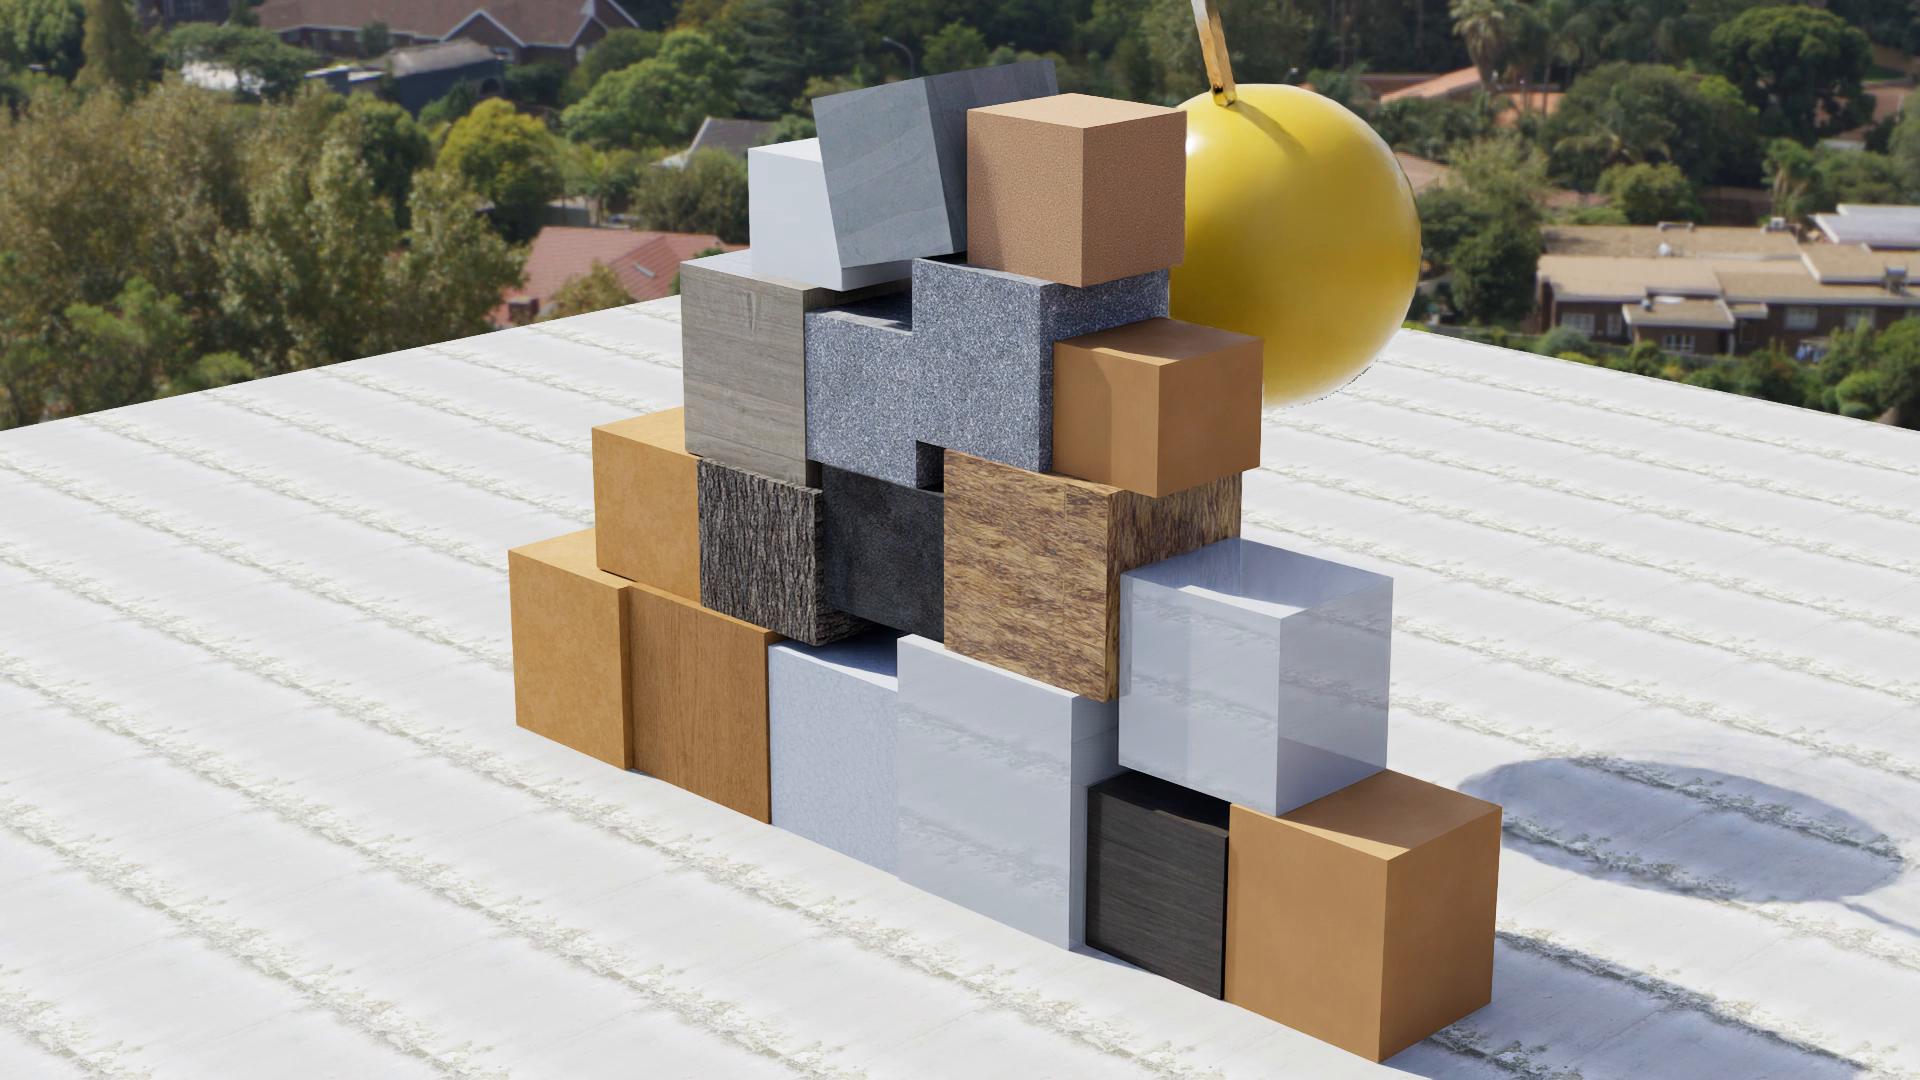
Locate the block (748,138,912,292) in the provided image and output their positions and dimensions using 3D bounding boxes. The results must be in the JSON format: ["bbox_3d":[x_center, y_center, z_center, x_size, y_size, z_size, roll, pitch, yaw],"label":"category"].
[{"bbox_3d":[-0.542,-1.512,13.458,0.585,0.568,0.622,-17,24,-42],"label":"block"}]

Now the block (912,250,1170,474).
[{"bbox_3d":[0.347,-0.828,12.707,0.807,0.801,0.757,-17,24,-42],"label":"block"}]

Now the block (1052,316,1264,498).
[{"bbox_3d":[0.829,-0.567,12.286,0.661,0.556,0.583,-17,24,-42],"label":"block"}]

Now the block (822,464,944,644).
[{"bbox_3d":[-0.049,-0.025,13.405,0.814,0.676,0.817,-17,24,-42],"label":"block"}]

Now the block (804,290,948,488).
[{"bbox_3d":[-0.187,-0.704,13.300,0.733,0.685,0.712,-17,24,-42],"label":"block"}]

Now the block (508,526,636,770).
[{"bbox_3d":[-1.629,0.493,15.176,1.034,0.960,0.896,-17,24,-42],"label":"block"}]

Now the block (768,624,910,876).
[{"bbox_3d":[-0.250,0.922,13.902,0.948,0.905,0.888,-17,24,-42],"label":"block"}]

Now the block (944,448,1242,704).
[{"bbox_3d":[0.573,0.056,12.750,0.863,0.911,0.954,-17,24,-42],"label":"block"}]

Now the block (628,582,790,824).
[{"bbox_3d":[-0.926,0.686,14.544,0.989,0.971,1.013,-17,24,-42],"label":"block"}]

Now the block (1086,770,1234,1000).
[{"bbox_3d":[1.102,1.404,12.649,0.810,0.736,0.762,-17,24,-42],"label":"block"}]

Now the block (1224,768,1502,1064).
[{"bbox_3d":[1.657,1.503,12.091,0.770,0.881,0.798,-17,24,-42],"label":"block"}]

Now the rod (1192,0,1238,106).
[{"bbox_3d":[0.636,-4.234,12.677,0.080,5.200,0.080,17,44,42],"label":"rod"}]

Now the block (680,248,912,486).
[{"bbox_3d":[-0.742,-0.853,13.839,0.759,0.918,0.858,-17,24,-42],"label":"block"}]

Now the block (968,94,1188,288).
[{"bbox_3d":[0.491,-1.487,12.373,0.642,0.657,0.660,-17,24,-42],"label":"block"}]

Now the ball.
[{"bbox_3d":[1.467,-1.440,14.427,1.600,1.600,1.600,0,17,0],"label":"ball"}]

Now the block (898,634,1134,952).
[{"bbox_3d":[0.439,1.007,13.193,0.972,1.168,1.058,-17,24,-42],"label":"block"}]

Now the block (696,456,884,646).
[{"bbox_3d":[-0.636,-0.041,14.013,0.901,0.734,0.825,-17,24,-42],"label":"block"}]

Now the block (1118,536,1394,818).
[{"bbox_3d":[1.229,0.551,12.248,0.737,0.846,0.851,-17,23,-42],"label":"block"}]

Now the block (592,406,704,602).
[{"bbox_3d":[-1.236,-0.210,14.565,0.824,0.725,0.822,-17,24,-42],"label":"block"}]

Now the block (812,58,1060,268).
[{"bbox_3d":[-0.060,-1.659,12.908,0.790,0.750,0.730,-17,10,-42],"label":"block"}]
